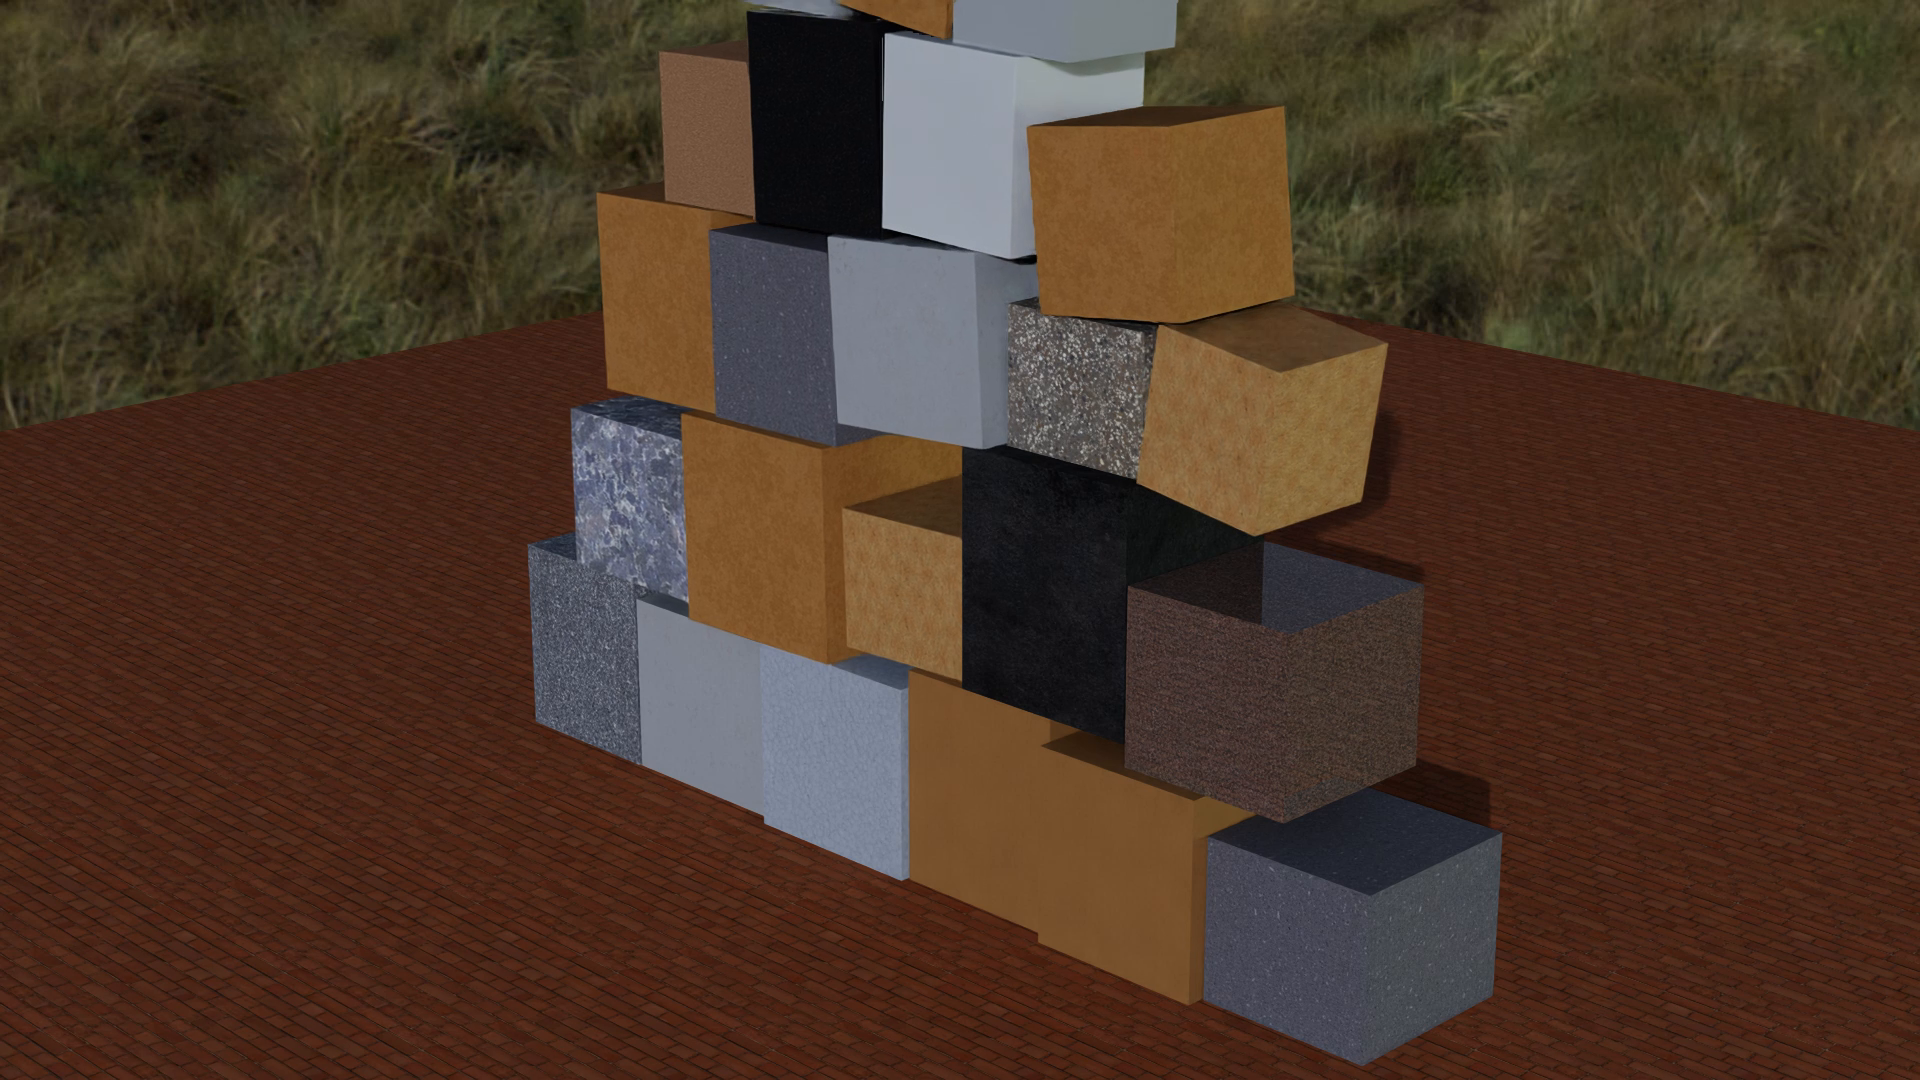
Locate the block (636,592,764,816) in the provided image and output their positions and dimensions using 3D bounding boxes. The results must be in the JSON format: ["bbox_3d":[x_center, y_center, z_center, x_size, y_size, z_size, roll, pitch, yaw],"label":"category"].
[{"bbox_3d":[-0.952,0.727,14.561,0.844,0.881,0.983,-17,24,-42],"label":"block"}]

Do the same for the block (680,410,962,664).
[{"bbox_3d":[-0.607,-0.118,13.927,0.996,1.018,0.979,-17,23,-42],"label":"block"}]

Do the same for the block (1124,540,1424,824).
[{"bbox_3d":[1.298,0.567,12.150,0.874,0.799,0.852,-17,24,-42],"label":"block"}]

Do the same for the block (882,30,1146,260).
[{"bbox_3d":[0.225,-1.736,12.535,0.792,0.837,0.769,-17,26,-42],"label":"block"}]

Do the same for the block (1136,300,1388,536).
[{"bbox_3d":[1.221,-0.512,11.885,0.687,0.691,0.633,-17,32,-42],"label":"block"}]

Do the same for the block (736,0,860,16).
[{"bbox_3d":[-0.535,-2.732,13.021,0.684,0.678,0.639,-17,25,-42],"label":"block"}]

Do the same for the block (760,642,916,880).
[{"bbox_3d":[-0.264,0.913,13.894,0.956,0.928,0.949,-17,24,-42],"label":"block"}]

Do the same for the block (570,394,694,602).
[{"bbox_3d":[-1.290,-0.262,14.589,0.866,0.806,0.929,-17,24,-42],"label":"block"}]

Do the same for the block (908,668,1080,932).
[{"bbox_3d":[0.396,1.063,13.270,0.902,1.016,0.869,-17,24,-42],"label":"block"}]

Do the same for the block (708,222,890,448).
[{"bbox_3d":[-0.550,-1.009,13.590,0.859,0.882,0.829,-17,23,-42],"label":"block"}]

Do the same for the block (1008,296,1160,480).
[{"bbox_3d":[0.700,-0.687,12.405,0.640,0.623,0.765,-17,24,-42],"label":"block"}]

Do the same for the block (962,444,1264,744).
[{"bbox_3d":[0.660,0.130,12.694,0.890,1.109,0.949,-17,24,-42],"label":"block"}]

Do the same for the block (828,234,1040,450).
[{"bbox_3d":[0.069,-0.951,12.953,0.884,0.841,0.907,-17,20,-42],"label":"block"}]

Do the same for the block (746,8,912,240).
[{"bbox_3d":[-0.353,-1.903,13.100,0.828,0.935,0.810,-17,22,-42],"label":"block"}]

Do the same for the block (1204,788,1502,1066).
[{"bbox_3d":[1.623,1.561,12.144,0.888,0.739,0.831,-17,24,-42],"label":"block"}]

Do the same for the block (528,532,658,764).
[{"bbox_3d":[-1.607,0.485,15.178,0.865,0.973,0.859,-17,24,-42],"label":"block"}]

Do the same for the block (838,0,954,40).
[{"bbox_3d":[-0.027,-2.544,12.583,0.683,0.581,0.659,-17,32,-42],"label":"block"}]

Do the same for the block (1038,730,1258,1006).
[{"bbox_3d":[1.013,1.296,12.692,1.041,0.917,0.863,-17,24,-42],"label":"block"}]

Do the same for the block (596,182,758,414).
[{"bbox_3d":[-1.140,-1.213,14.169,0.832,0.963,0.839,-17,22,-42],"label":"block"}]

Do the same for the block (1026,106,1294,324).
[{"bbox_3d":[0.826,-1.349,12.035,0.717,0.778,0.769,-17,17,-42],"label":"block"}]

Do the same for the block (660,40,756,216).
[{"bbox_3d":[-0.876,-1.937,13.662,0.742,0.696,0.700,-17,23,-42],"label":"block"}]

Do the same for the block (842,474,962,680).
[{"bbox_3d":[0.038,0.156,13.369,0.810,0.660,0.785,-17,22,-42],"label":"block"}]

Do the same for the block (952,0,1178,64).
[{"bbox_3d":[0.441,-2.404,12.095,0.654,0.719,0.655,-17,26,-42],"label":"block"}]
